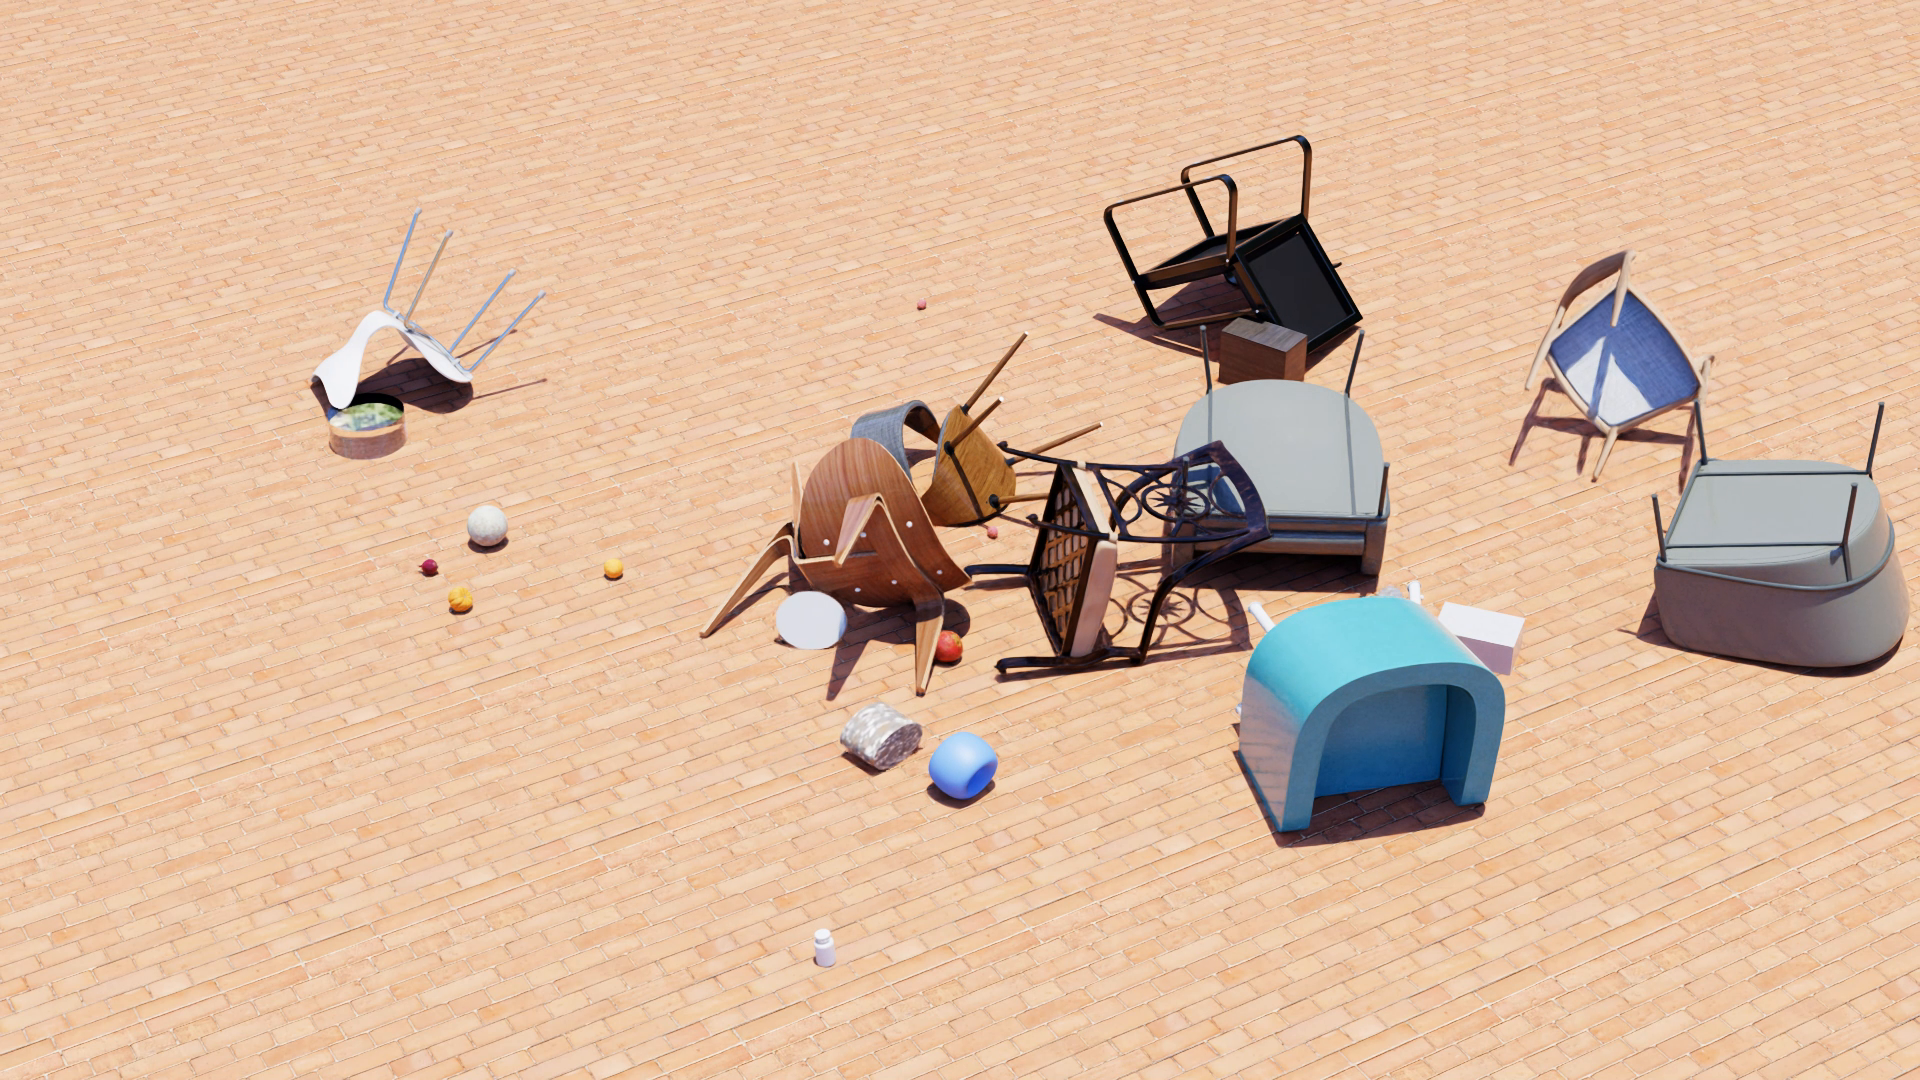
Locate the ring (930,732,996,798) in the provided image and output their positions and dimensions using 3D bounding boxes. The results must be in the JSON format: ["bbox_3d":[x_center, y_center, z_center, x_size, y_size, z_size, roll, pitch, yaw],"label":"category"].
[{"bbox_3d":[0.010,0.742,9.647,0.221,0.198,0.161,-38,60,-27],"label":"ring"}]

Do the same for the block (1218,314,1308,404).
[{"bbox_3d":[1.222,-0.733,11.840,0.301,0.238,0.169,21,39,29],"label":"block"}]

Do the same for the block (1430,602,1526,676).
[{"bbox_3d":[1.819,0.346,10.306,0.286,0.123,0.187,12,35,18],"label":"block"}]

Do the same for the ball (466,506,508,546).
[{"bbox_3d":[-1.754,-0.053,10.887,0.153,0.153,0.153,0,33,0],"label":"ball"}]

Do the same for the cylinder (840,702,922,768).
[{"bbox_3d":[-0.262,0.654,9.820,0.166,0.145,0.227,23,45,38],"label":"cylinder"}]

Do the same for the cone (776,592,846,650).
[{"bbox_3d":[-0.523,0.282,10.436,0.252,0.208,0.170,6,2,2],"label":"cone"}]

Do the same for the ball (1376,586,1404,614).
[{"bbox_3d":[1.543,0.218,10.522,0.102,0.102,0.102,0,33,0],"label":"ball"}]

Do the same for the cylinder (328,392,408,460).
[{"bbox_3d":[-2.325,-0.447,11.505,0.300,0.129,0.295,-22,39,-29],"label":"cylinder"}]
